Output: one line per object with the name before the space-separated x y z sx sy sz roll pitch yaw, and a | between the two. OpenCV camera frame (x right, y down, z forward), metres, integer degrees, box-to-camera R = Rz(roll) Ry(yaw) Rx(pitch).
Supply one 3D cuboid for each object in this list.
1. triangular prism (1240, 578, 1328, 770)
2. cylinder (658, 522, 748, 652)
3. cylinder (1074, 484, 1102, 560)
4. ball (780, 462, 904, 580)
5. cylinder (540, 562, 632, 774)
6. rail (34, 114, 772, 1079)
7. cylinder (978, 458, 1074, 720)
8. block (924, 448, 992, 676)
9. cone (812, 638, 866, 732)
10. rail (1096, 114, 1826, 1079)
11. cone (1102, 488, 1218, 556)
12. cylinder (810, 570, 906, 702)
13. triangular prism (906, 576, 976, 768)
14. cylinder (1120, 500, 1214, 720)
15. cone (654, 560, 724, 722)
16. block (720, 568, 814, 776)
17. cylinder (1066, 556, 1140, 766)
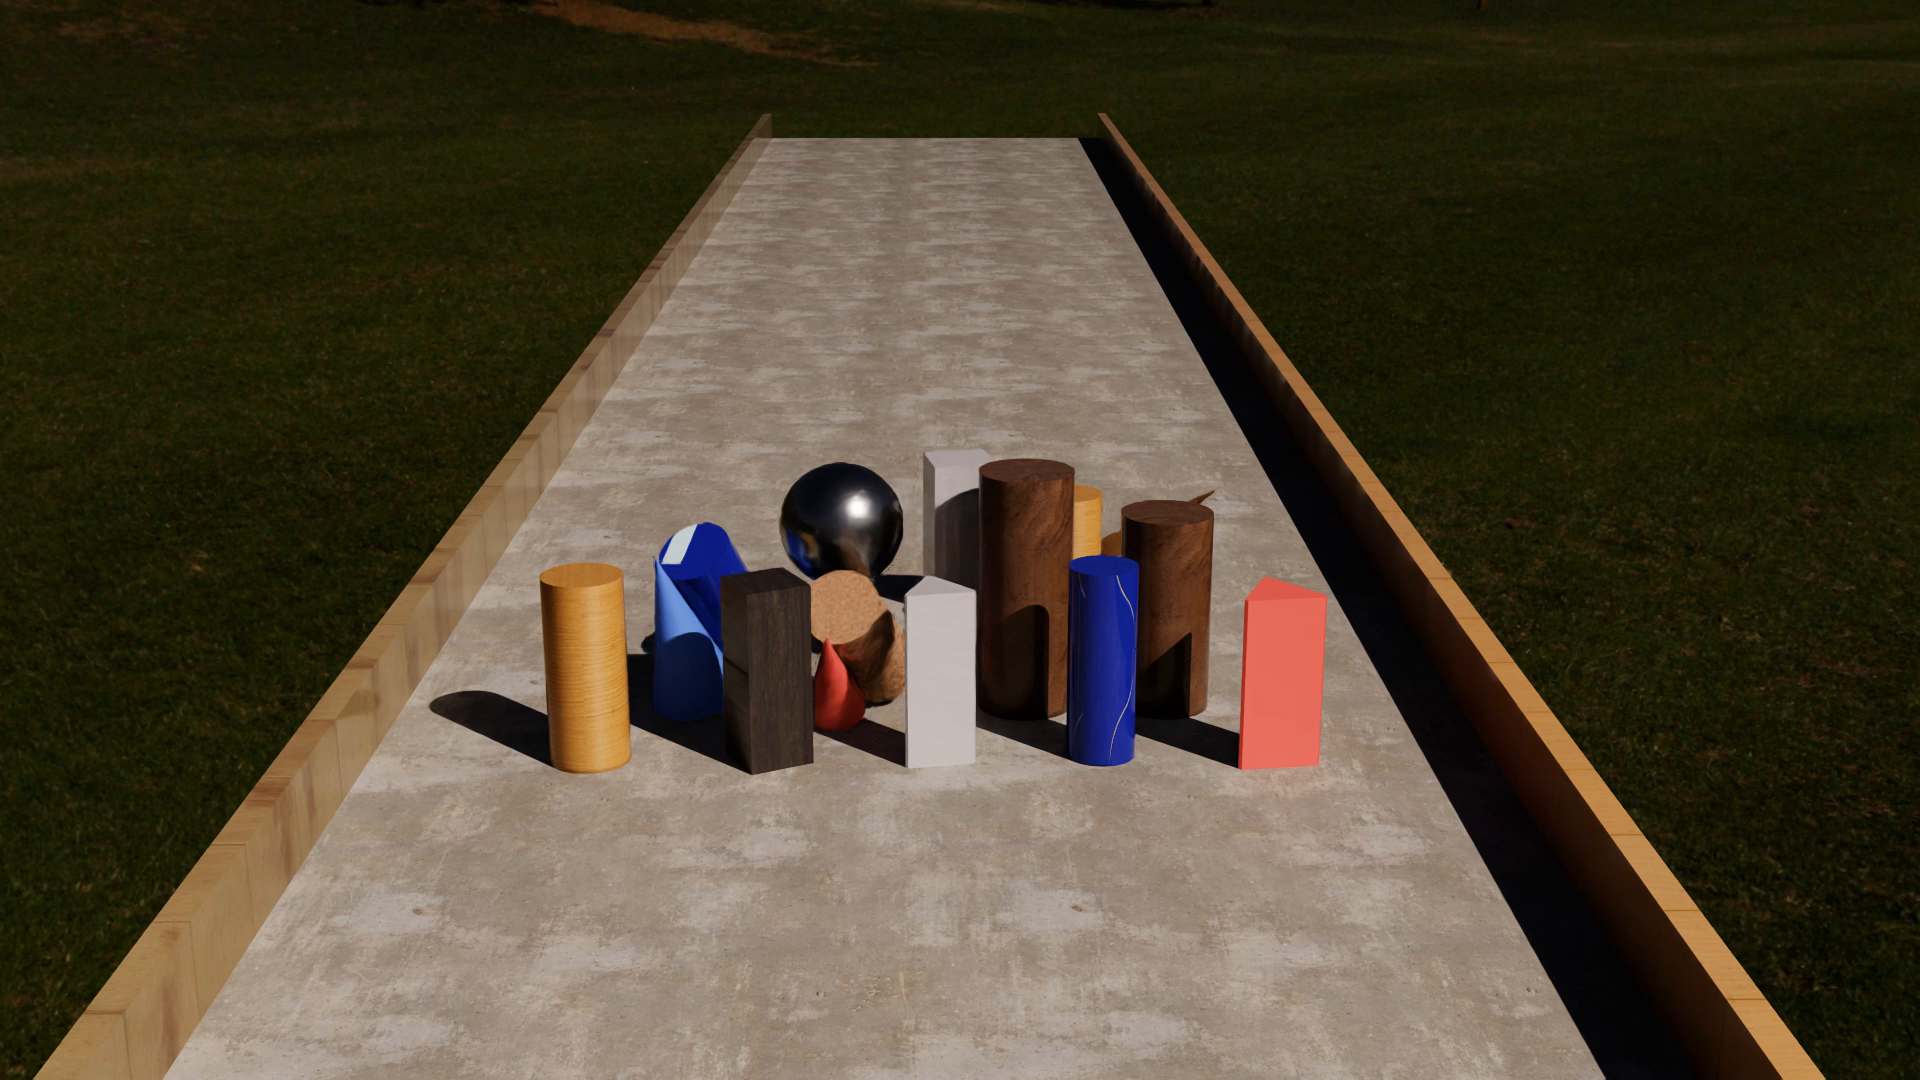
triangular prism | 0.554 0.233 3.895 0.144 0.313 0.125 -2 17 -8
cylinder | -0.440 0.130 4.170 0.141 0.329 0.141 -13 44 13
cylinder | 0.216 0.067 4.414 0.134 0.335 0.134 0 17 0
ball | -0.221 -0.028 4.097 0.232 0.232 0.232 0 17 0
cylinder | -0.658 0.225 3.868 0.144 0.343 0.144 0 17 0
rail | -1.118 -0.838 7.780 0.050 0.150 12.000 0 17 -1
cylinder | 0.123 0.092 4.114 0.178 0.459 0.178 0 17 0
block | -0.003 0.047 4.308 0.119 0.430 0.119 -3 18 -11
cone | -0.230 0.236 3.928 0.107 0.107 0.303 0 -28 1
rail | 0.932 -0.844 7.801 0.050 0.150 12.000 0 17 -1
cone | 0.382 -0.011 4.650 0.459 0.103 0.103 -33 -7 39
cylinder | -0.181 0.179 4.042 0.142 0.142 0.319 4 -22 14
triangular prism | -0.044 0.230 3.892 0.124 0.319 0.107 -3 17 -11
cylinder | 0.385 0.130 4.128 0.172 0.378 0.172 0 17 0
cone | -0.524 0.163 4.073 0.171 0.307 0.171 -9 31 6
block | -0.340 0.230 3.874 0.119 0.331 0.119 -9 19 -27
cylinder | 0.251 0.214 3.889 0.123 0.353 0.123 0 17 0
